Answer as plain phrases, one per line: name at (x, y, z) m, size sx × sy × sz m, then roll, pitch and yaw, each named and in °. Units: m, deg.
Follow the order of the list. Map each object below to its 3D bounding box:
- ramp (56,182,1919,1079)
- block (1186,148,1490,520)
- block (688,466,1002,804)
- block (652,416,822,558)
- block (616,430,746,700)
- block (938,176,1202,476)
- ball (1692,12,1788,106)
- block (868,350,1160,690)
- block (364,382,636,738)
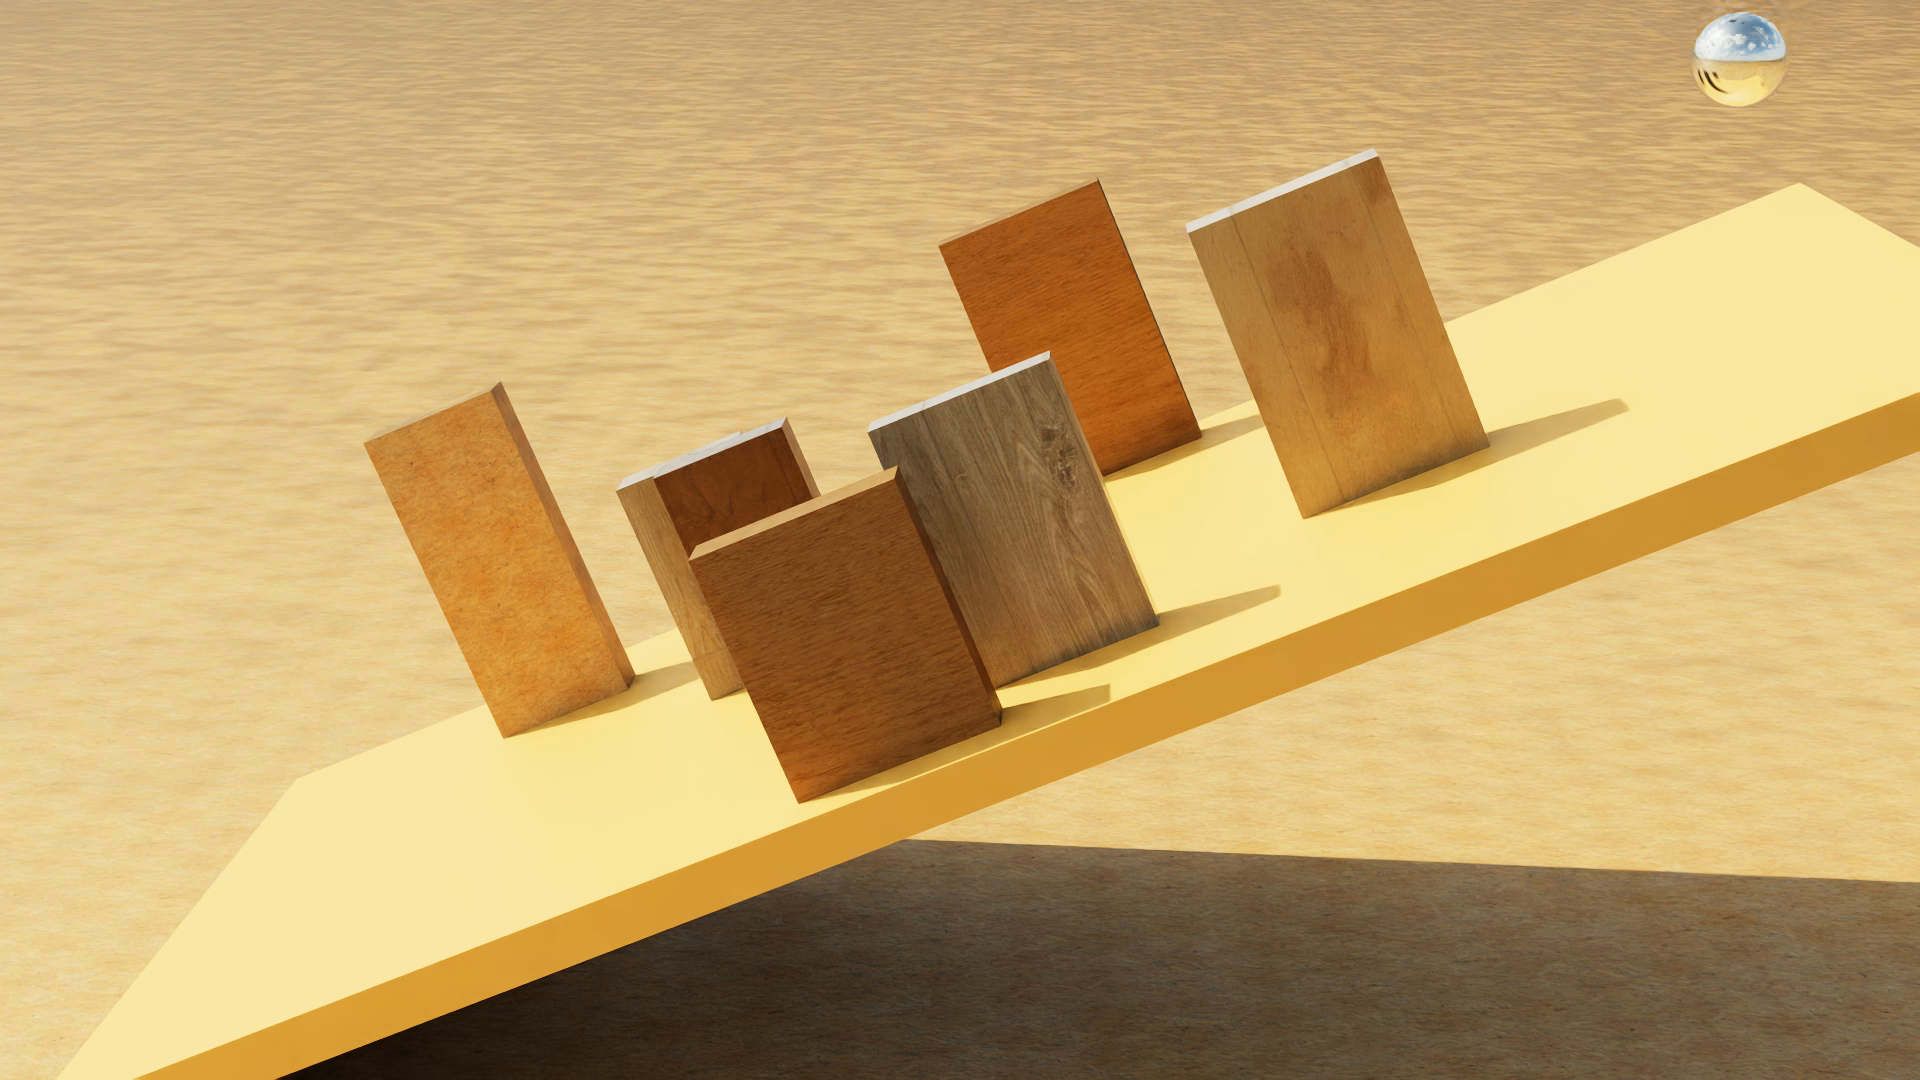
ramp at (0.127, 0.172, 6.288) m, size 4.000 × 0.100 × 2.000 m, roll -22°, pitch 12°, yaw 8°
block at (0.757, -0.411, 5.894) m, size 0.400 × 0.628 × 0.126 m, roll -22°, pitch 12°, yaw 8°
block at (-0.208, 0.177, 5.447) m, size 0.409 × 0.505 × 0.111 m, roll -22°, pitch 12°, yaw 8°
block at (-0.398, 0.051, 6.231) m, size 0.294 × 0.547 × 0.107 m, roll -22°, pitch 12°, yaw 8°
block at (-0.515, 0.058, 6.487) m, size 0.285 × 0.516 × 0.124 m, roll -22°, pitch 12°, yaw 8°
block at (0.264, -0.478, 6.996) m, size 0.403 × 0.661 × 0.088 m, roll -22°, pitch 12°, yaw 8°
ball at (1.477, -0.911, 5.577) m, size 0.176 × 0.176 × 0.176 m, roll 0°, pitch 14°, yaw 0°
block at (0.106, -0.031, 5.631) m, size 0.371 × 0.559 × 0.089 m, roll -22°, pitch 12°, yaw 8°
block at (-1.080, 0.050, 6.938) m, size 0.327 × 0.776 × 0.125 m, roll -22°, pitch 12°, yaw 8°
